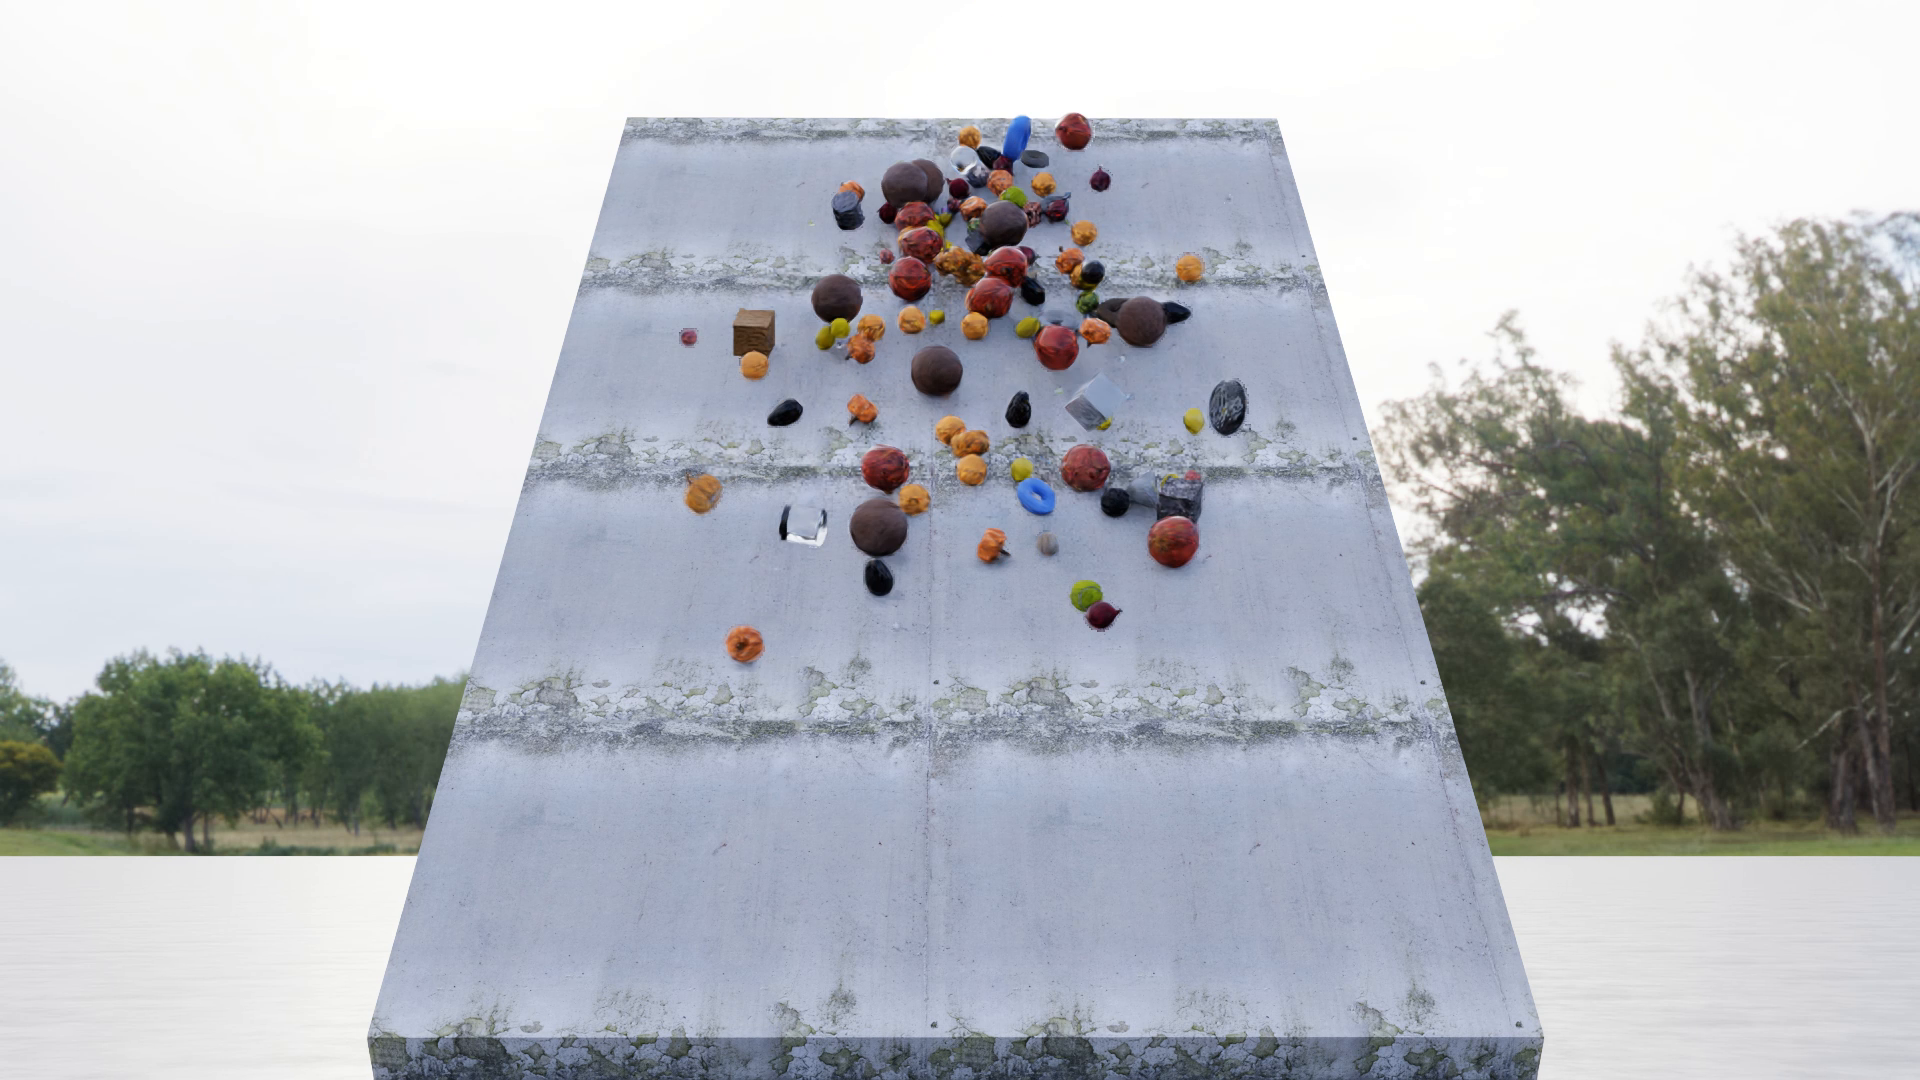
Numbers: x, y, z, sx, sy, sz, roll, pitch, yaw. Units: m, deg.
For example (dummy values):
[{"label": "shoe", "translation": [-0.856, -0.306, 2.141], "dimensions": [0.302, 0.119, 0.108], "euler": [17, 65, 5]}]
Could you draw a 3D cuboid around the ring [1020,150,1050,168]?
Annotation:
[{"label": "ring", "translation": [0.217, -1.104, 7.109], "dimensions": [0.087, 0.029, 0.087], "euler": [9, 33, -6]}]

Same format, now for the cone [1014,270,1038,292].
[{"label": "cone", "translation": [0.188, -0.699, 6.511], "dimensions": [0.060, 0.060, 0.060], "euler": [-39, 5, -17]}]

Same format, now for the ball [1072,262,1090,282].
[{"label": "ball", "translation": [0.324, -0.720, 6.579], "dimensions": [0.053, 0.053, 0.053], "euler": [0, -7, 0]}]

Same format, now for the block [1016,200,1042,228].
[{"label": "block", "translation": [0.192, -0.915, 6.884], "dimensions": [0.054, 0.054, 0.054], "euler": [16, 36, 23]}]

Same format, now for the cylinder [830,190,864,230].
[{"label": "cylinder", "translation": [-0.305, -0.893, 6.654], "dimensions": [0.076, 0.076, 0.076], "euler": [-2, -41, 17]}]

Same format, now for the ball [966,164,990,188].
[{"label": "ball", "translation": [0.052, -1.046, 7.056], "dimensions": [0.067, 0.067, 0.067], "euler": [0, -7, 0]}]

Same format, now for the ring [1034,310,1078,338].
[{"label": "ring", "translation": [0.248, -0.557, 6.336], "dimensions": [0.115, 0.038, 0.115], "euler": [-1, 33, 1]}]

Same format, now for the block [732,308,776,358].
[{"label": "block", "translation": [-0.524, -0.524, 6.231], "dimensions": [0.090, 0.090, 0.090], "euler": [4, 33, 6]}]

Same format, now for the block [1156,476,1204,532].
[{"label": "block", "translation": [0.498, -0.082, 5.548], "dimensions": [0.082, 0.082, 0.082], "euler": [10, 34, 16]}]

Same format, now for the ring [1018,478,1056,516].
[{"label": "ring", "translation": [0.174, -0.099, 5.587], "dimensions": [0.097, 0.097, 0.032], "euler": [4, -38, -31]}]

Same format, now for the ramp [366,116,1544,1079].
[{"label": "ramp", "translation": [-0.015, -0.185, 5.877], "dimensions": [2.000, 0.100, 4.000], "euler": [0, 32, 0]}]

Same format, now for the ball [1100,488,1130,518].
[{"label": "ball", "translation": [0.353, -0.085, 5.565], "dimensions": [0.068, 0.068, 0.068], "euler": [0, -7, 0]}]

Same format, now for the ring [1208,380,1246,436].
[{"label": "ring", "translation": [0.622, -0.309, 5.703], "dimensions": [0.044, 0.131, 0.131], "euler": [3, -8, -25]}]

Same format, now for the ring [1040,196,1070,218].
[{"label": "ring", "translation": [0.268, -0.946, 6.952], "dimensions": [0.089, 0.089, 0.030], "euler": [0, -50, 1]}]

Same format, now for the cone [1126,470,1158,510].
[{"label": "cone", "translation": [0.437, -0.096, 5.607], "dimensions": [0.090, 0.090, 0.090], "euler": [-36, -18, -13]}]

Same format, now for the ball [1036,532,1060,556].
[{"label": "ball", "translation": [0.195, 0.010, 5.429], "dimensions": [0.052, 0.052, 0.052], "euler": [0, -7, 0]}]

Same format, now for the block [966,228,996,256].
[{"label": "block", "translation": [0.056, -0.805, 6.625], "dimensions": [0.051, 0.051, 0.051], "euler": [1, -34, -45]}]

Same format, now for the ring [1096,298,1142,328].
[{"label": "ring", "translation": [0.415, -0.592, 6.390], "dimensions": [0.121, 0.040, 0.121], "euler": [-1, 33, 0]}]

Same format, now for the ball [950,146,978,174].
[{"label": "ball", "translation": [0.011, -1.109, 7.161], "dimensions": [0.084, 0.084, 0.084], "euler": [0, -7, 0]}]

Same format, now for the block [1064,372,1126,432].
[{"label": "block", "translation": [0.319, -0.325, 5.795], "dimensions": [0.086, 0.086, 0.086], "euler": [45, -34, -8]}]
